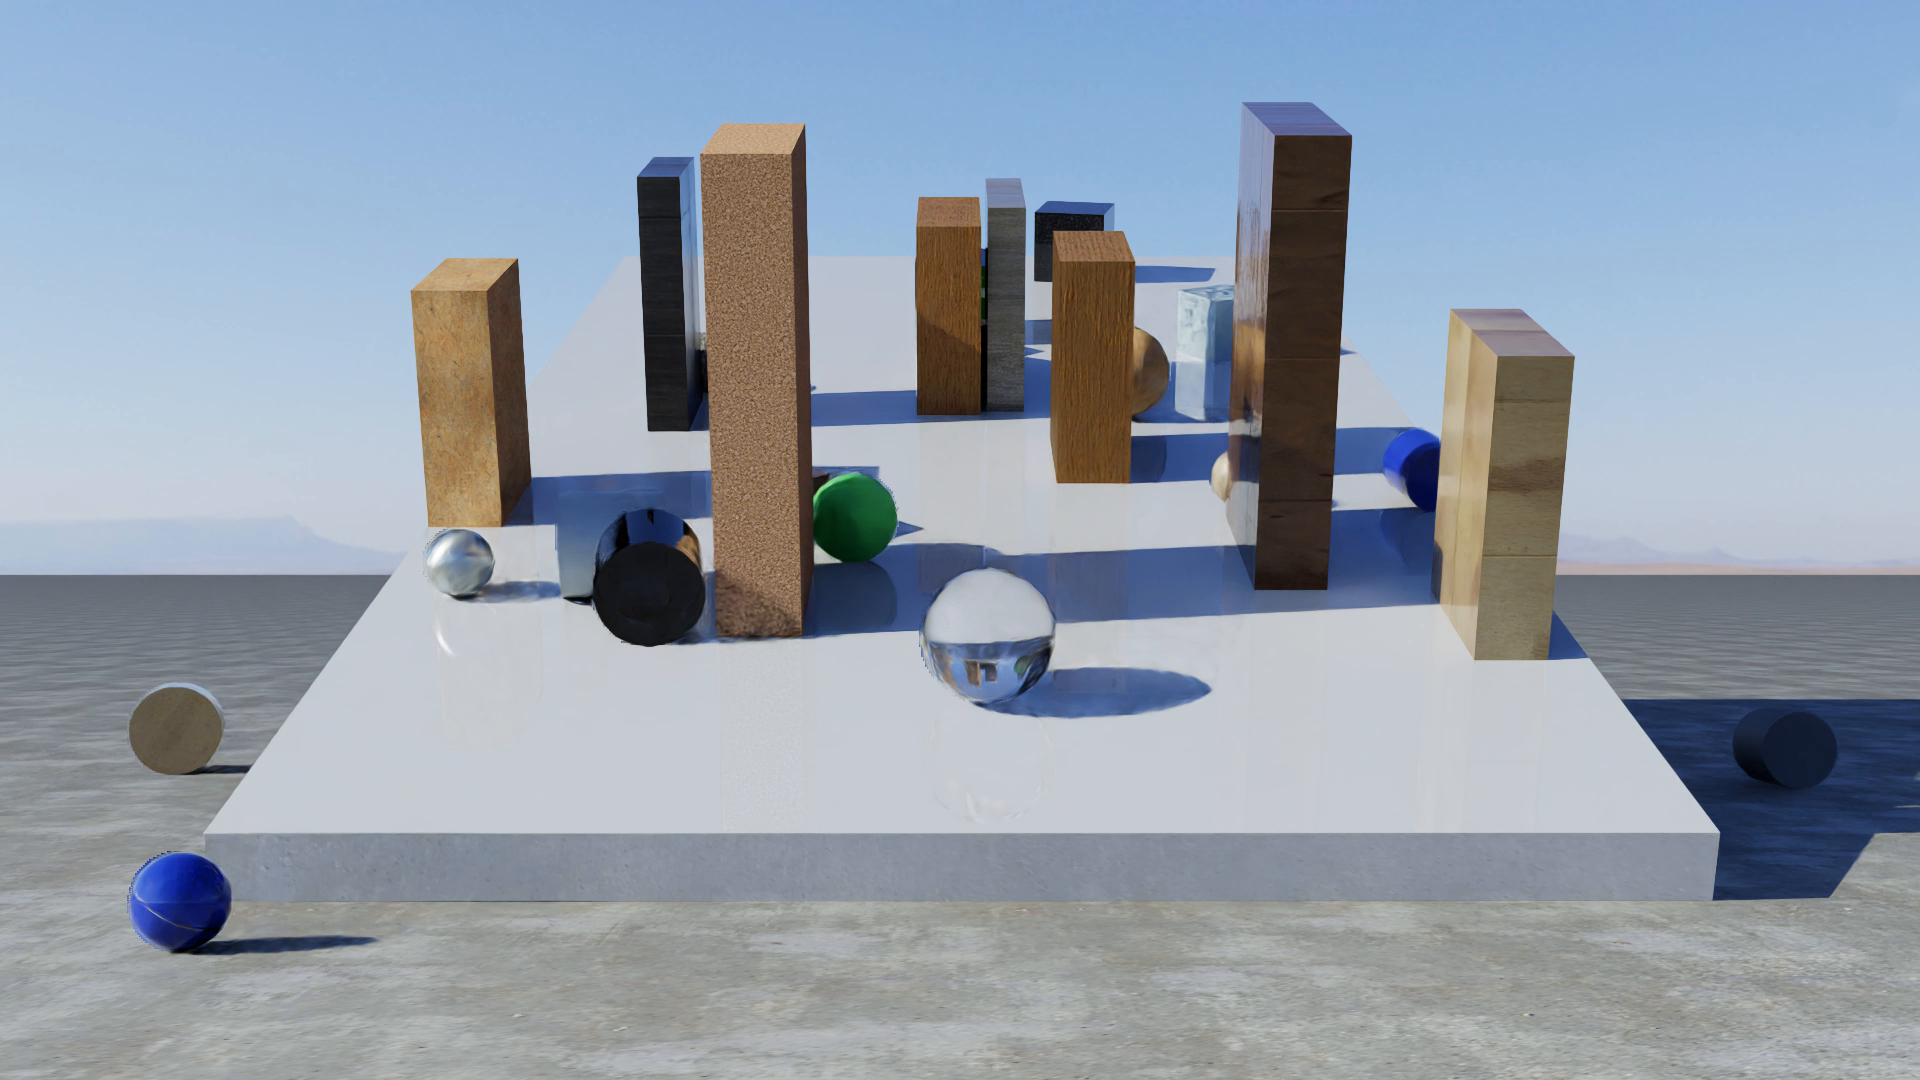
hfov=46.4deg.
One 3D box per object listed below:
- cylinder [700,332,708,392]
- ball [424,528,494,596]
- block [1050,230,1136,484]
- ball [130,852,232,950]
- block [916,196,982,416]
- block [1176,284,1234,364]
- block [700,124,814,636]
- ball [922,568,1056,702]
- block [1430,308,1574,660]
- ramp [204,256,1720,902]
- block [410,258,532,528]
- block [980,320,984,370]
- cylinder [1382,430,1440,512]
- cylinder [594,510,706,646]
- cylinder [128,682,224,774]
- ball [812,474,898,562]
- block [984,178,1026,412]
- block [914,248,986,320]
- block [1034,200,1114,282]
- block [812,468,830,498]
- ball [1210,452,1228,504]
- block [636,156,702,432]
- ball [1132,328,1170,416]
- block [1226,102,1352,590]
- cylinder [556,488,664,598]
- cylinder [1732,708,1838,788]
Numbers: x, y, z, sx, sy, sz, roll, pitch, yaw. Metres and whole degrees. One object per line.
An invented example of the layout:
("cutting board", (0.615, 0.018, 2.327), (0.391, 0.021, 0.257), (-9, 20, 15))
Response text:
("cylinder", (-0.613, -0.410, 5.163), (0.138, 0.138, 0.138), (0, -1, 0))
("ball", (-0.854, 0.039, 3.823), (0.116, 0.116, 0.116), (0, -1, 0))
("block", (0.267, -0.378, 4.567), (0.146, 0.450, 0.331), (0, 18, 0))
("ball", (-0.905, 0.420, 2.603), (0.113, 0.113, 0.113), (0, -1, 0))
("block", (-0.025, -0.540, 5.104), (0.141, 0.422, 0.392), (0, 18, 0))
("block", (0.646, -0.536, 5.527), (0.154, 0.154, 0.154), (-11, 21, -29))
("block", (-0.328, -0.269, 3.694), (0.139, 0.784, 0.350), (0, 18, 0))
("ball", (0.044, 0.143, 3.368), (0.203, 0.203, 0.203), (0, -1, 0))
("block", (0.874, -0.097, 3.637), (0.117, 0.495, 0.340), (0, 18, 0))
("ramp", (-0.004, -0.187, 4.868), (2.000, 0.100, 4.000), (0, 18, 0))
("block", (-0.929, -0.287, 4.281), (0.138, 0.451, 0.310), (0, 18, 0))
("block", (0.009, -0.473, 5.410), (0.107, 0.107, 0.107), (11, 21, 30))
("cylinder", (0.904, -0.135, 4.343), (0.129, 0.129, 0.129), (0, 18, -10))
("cylinder", (-0.508, 0.060, 3.663), (0.178, 0.178, 0.178), (0, 18, -8))
("cylinder", (-1.711, 0.411, 4.896), (0.189, 0.189, 0.189), (0, -1, -16))
("ball", (-0.191, -0.040, 3.998), (0.159, 0.159, 0.159), (0, -1, 0))
("block", (0.102, -0.569, 5.138), (0.083, 0.458, 0.409), (0, 18, 0))
("block", (0.025, -0.626, 5.722), (0.204, 0.204, 0.204), (10, 21, 28))
("block", (0.330, -0.857, 6.436), (0.199, 0.199, 0.199), (4, 19, 12))
("block", (-0.322, -0.068, 4.154), (0.115, 0.115, 0.115), (17, 24, 41))
("ball", (0.541, -0.120, 4.317), (0.115, 0.115, 0.115), (0, -1, 0))
("block", (-0.632, -0.541, 4.899), (0.089, 0.551, 0.283), (0, 18, 0))
("ball", (0.363, -0.374, 4.957), (0.201, 0.201, 0.201), (0, -1, 0))
("block", (0.572, -0.352, 3.954), (0.126, 0.781, 0.431), (0, 18, 0))
("cylinder", (-0.593, 0.005, 3.827), (0.179, 0.179, 0.179), (-2, 0, -7))
("cylinder", (1.686, 0.425, 4.577), (0.154, 0.154, 0.154), (0, -1, -3))
